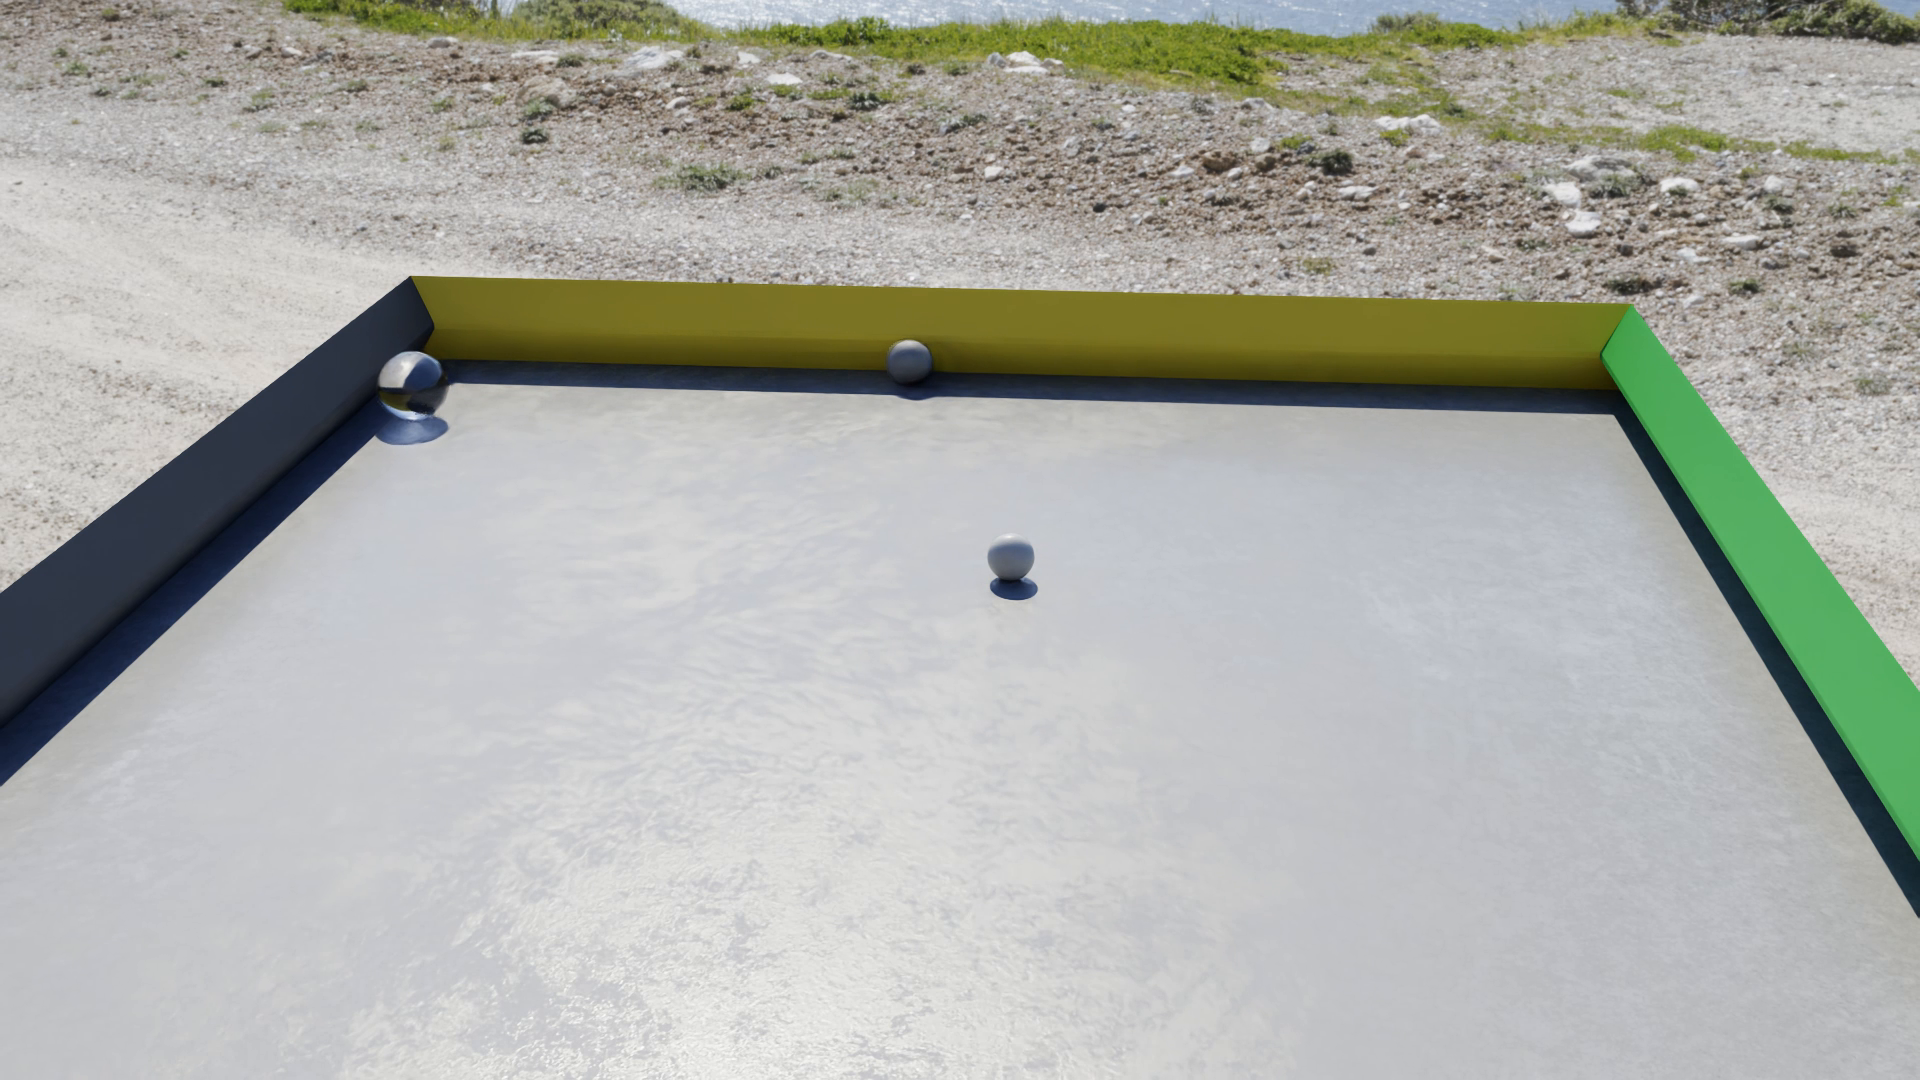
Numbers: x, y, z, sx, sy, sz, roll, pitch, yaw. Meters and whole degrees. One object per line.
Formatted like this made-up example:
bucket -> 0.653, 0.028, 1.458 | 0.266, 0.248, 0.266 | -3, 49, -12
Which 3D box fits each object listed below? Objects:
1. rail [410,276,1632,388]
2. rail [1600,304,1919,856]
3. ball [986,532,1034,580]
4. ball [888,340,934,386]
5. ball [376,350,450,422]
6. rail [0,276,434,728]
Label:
rail -> 0.063, -0.283, 3.047 | 1.699, 0.120, 0.045 | 2, 21, 5
rail -> 0.757, 0.258, 1.654 | 0.045, 0.120, 2.900 | 2, 21, 5
ball -> 0.055, 0.018, 2.369 | 0.052, 0.052, 0.052 | 0, 21, 0
ball -> -0.068, -0.244, 3.029 | 0.063, 0.063, 0.063 | 0, 21, 0
ball -> -0.716, -0.201, 2.878 | 0.092, 0.092, 0.092 | 0, 21, 0
rail -> -0.887, 0.205, 1.792 | 0.045, 0.120, 2.900 | 2, 21, 5
